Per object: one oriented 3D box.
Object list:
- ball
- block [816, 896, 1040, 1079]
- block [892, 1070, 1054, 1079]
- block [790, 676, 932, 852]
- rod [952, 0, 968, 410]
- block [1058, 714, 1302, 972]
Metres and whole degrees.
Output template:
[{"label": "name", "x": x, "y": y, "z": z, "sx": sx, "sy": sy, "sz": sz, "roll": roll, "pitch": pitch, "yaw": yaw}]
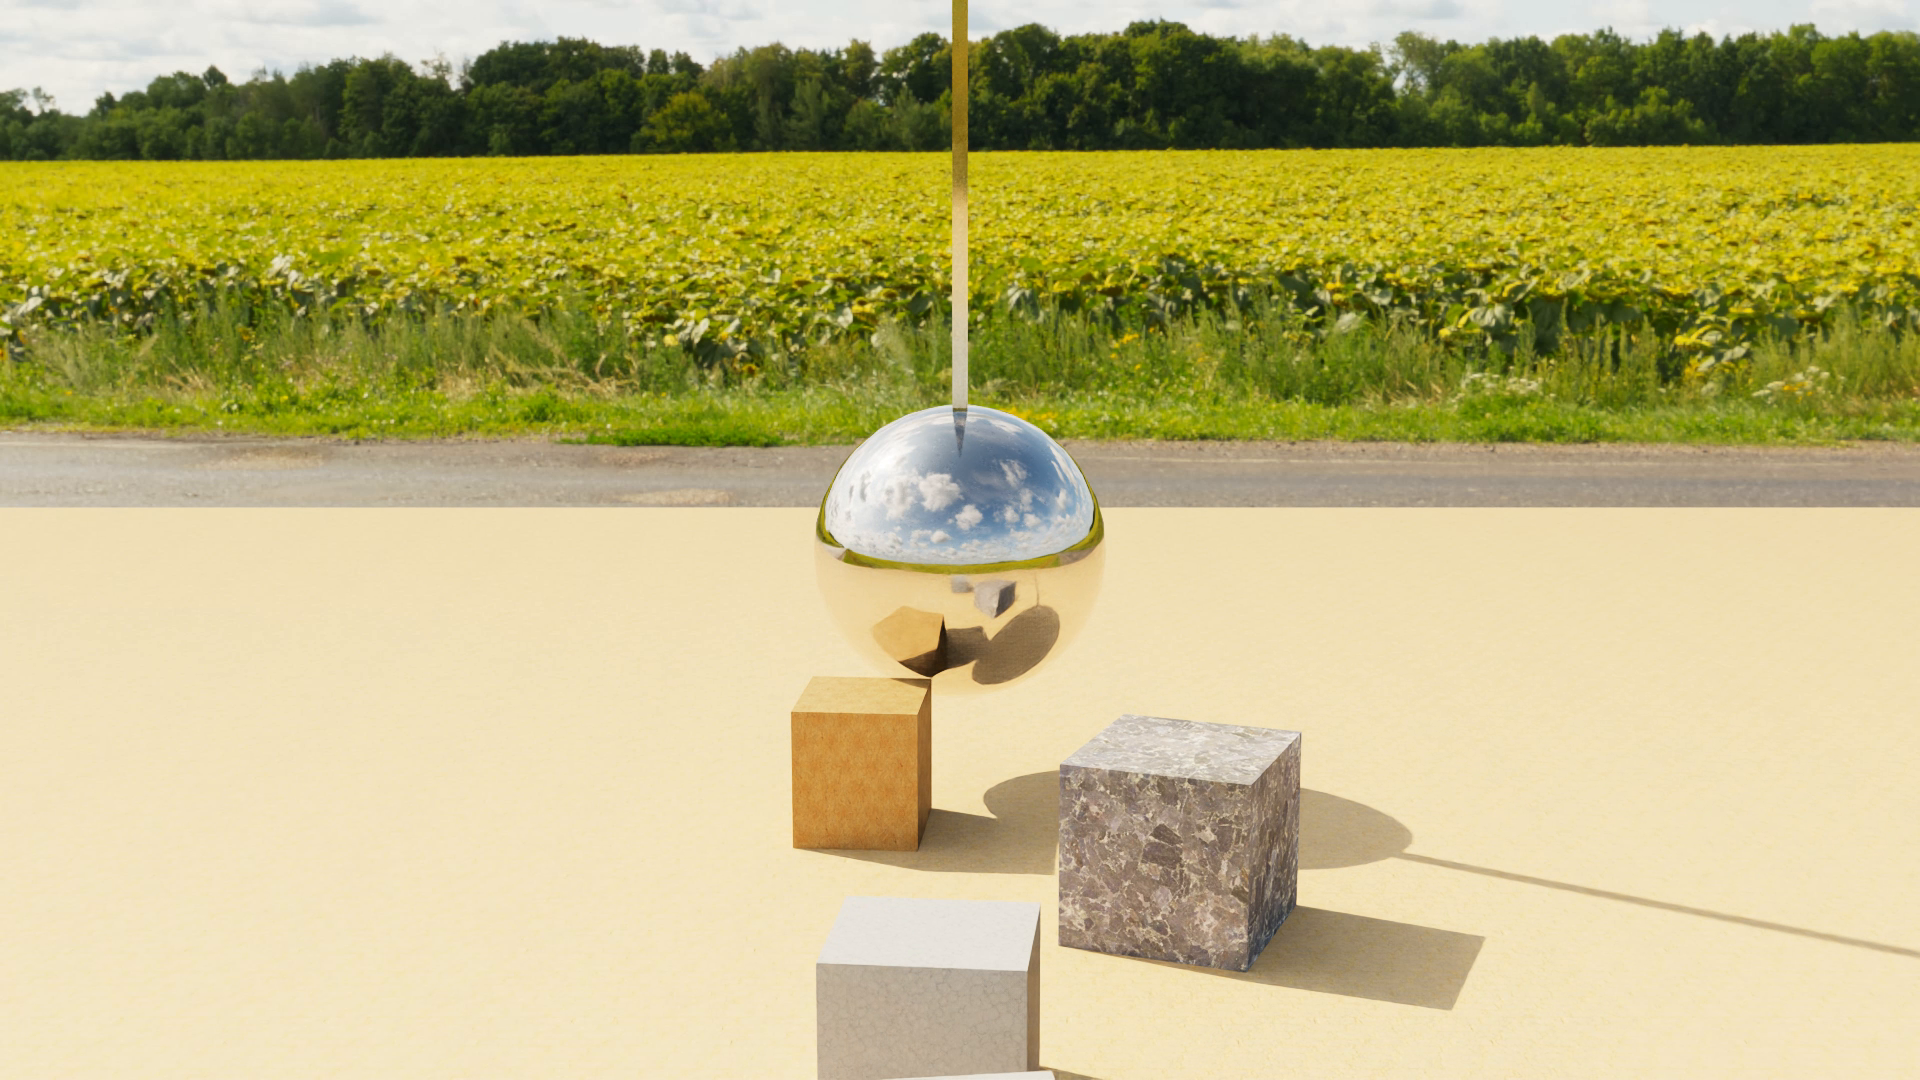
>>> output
[{"label": "ball", "x": 0.000, "y": 0.060, "z": 12.004, "sx": 1.600, "sy": 1.600, "sz": 1.600, "roll": 0, "pitch": 10, "yaw": 0}, {"label": "block", "x": -0.100, "y": 1.753, "z": 8.092, "sx": 0.745, "sy": 0.655, "sz": 0.701, "roll": 1, "pitch": 10, "yaw": 6}, {"label": "block", "x": 0.009, "y": 2.027, "z": 6.615, "sx": 0.624, "sy": 0.646, "sz": 0.535, "roll": -1, "pitch": 10, "yaw": -7}, {"label": "block", "x": -0.495, "y": 1.140, "z": 11.321, "sx": 0.631, "sy": 0.707, "sz": 0.739, "roll": 1, "pitch": 10, "yaw": 5}, {"label": "rod", "x": 0.000, "y": -3.175, "z": 10.955, "sx": 0.080, "sy": 5.200, "sz": 0.080, "roll": 0, "pitch": 18, "yaw": 0}, {"label": "block", "x": 1.000, "y": 1.335, "z": 9.896, "sx": 0.853, "sy": 0.832, "sz": 0.919, "roll": 4, "pitch": 11, "yaw": 22}]
